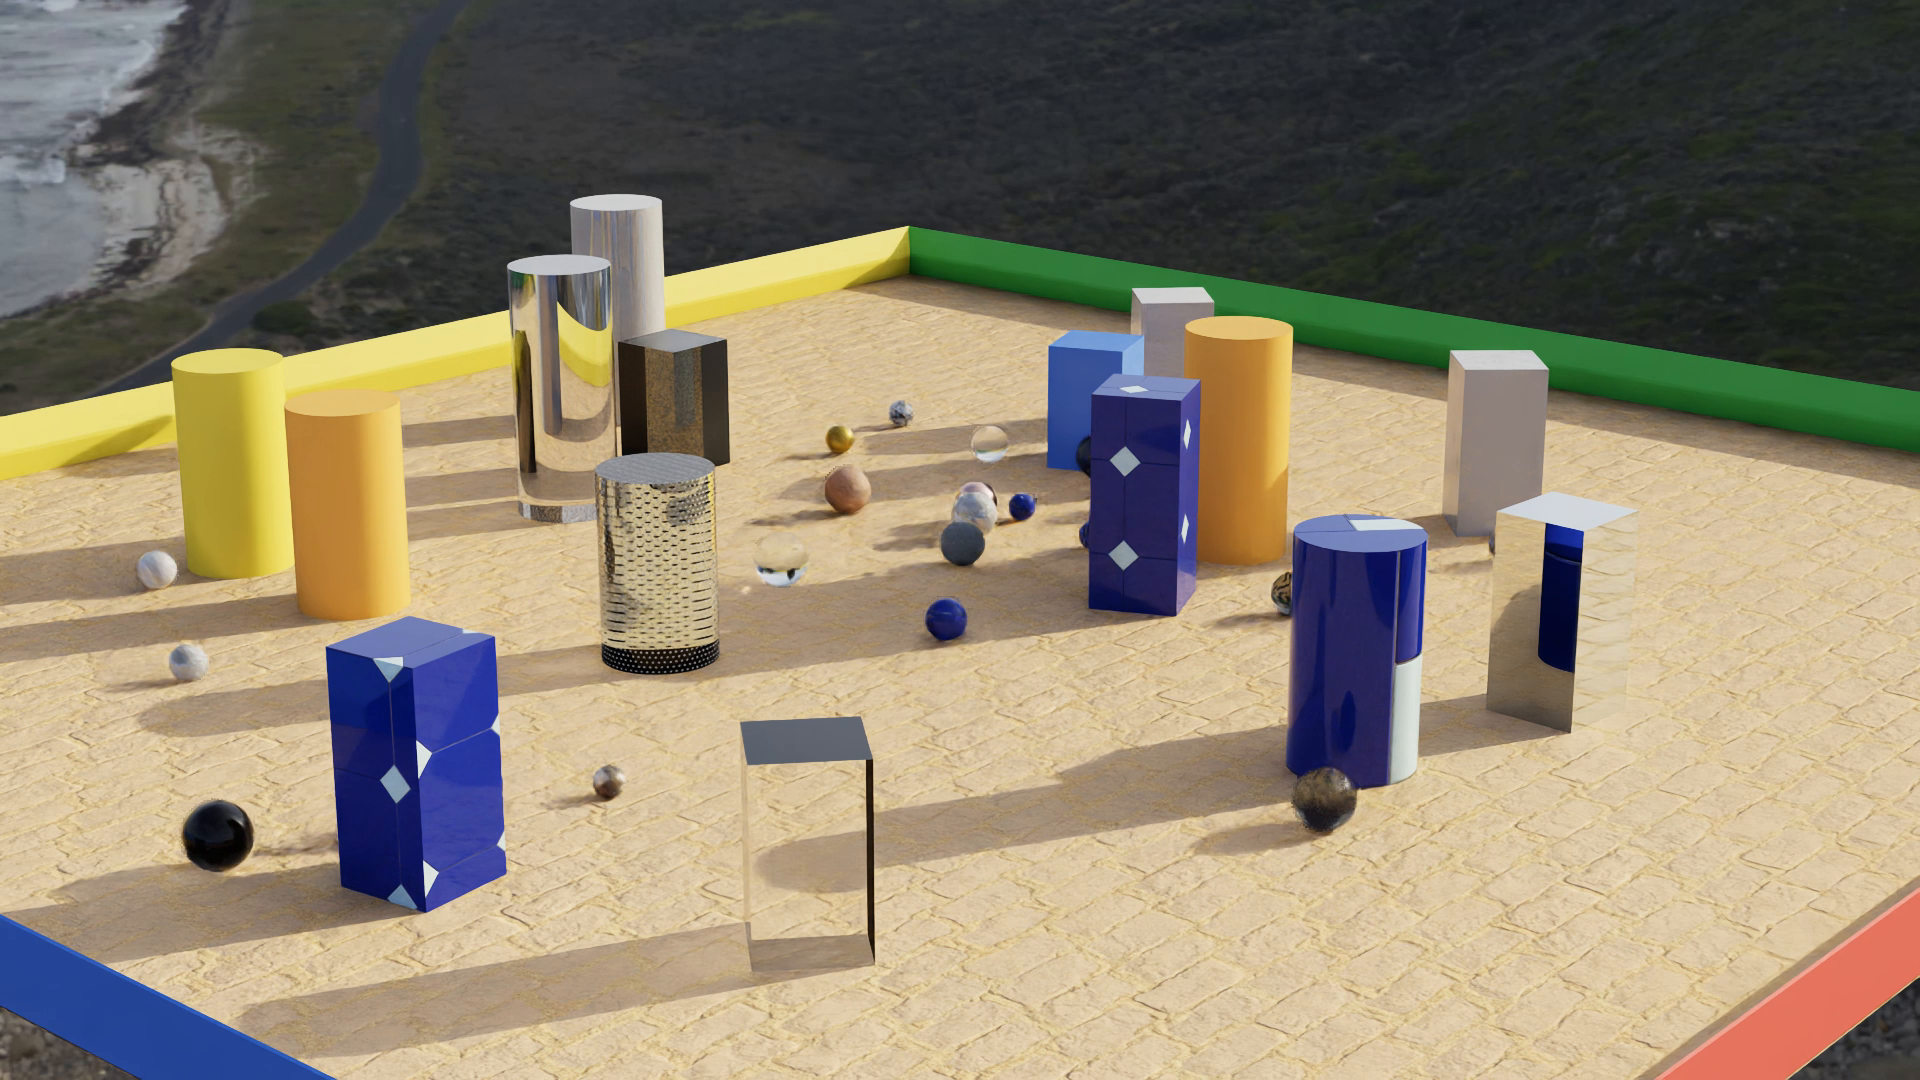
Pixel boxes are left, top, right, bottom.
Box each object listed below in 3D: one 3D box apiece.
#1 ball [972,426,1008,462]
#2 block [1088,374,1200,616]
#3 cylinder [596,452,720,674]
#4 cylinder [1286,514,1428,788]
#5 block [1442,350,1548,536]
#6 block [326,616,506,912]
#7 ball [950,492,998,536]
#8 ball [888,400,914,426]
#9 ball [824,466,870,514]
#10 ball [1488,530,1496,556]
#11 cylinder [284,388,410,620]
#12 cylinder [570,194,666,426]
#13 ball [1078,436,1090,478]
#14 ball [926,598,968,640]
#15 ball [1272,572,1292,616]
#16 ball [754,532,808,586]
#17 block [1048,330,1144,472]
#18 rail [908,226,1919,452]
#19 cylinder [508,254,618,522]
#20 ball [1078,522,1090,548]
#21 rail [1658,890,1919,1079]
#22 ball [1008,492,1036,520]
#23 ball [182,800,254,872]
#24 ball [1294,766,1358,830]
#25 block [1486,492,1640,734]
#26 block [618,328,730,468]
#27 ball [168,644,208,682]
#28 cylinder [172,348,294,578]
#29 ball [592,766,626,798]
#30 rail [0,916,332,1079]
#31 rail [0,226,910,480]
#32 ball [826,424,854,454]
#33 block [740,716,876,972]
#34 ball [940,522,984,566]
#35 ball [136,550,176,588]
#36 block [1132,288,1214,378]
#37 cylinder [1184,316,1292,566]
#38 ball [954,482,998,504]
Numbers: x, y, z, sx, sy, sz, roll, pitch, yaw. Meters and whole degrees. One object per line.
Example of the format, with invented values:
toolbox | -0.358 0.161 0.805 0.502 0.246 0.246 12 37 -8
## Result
ball | 0.061 -0.195 5.959 0.076 0.076 0.076 0 17 0
block | 0.318 -0.079 5.048 0.155 0.380 0.155 5 17 16
cylinder | -0.492 0.037 4.772 0.193 0.319 0.193 0 17 0
cylinder | 0.580 0.161 4.292 0.193 0.358 0.193 0 17 0
block | 1.001 -0.182 5.493 0.155 0.320 0.155 0 17 -1
block | -0.719 0.294 3.884 0.155 0.338 0.155 11 20 32
ball | 0.026 -0.047 5.451 0.087 0.087 0.087 0 17 0
ball | -0.125 -0.270 6.244 0.055 0.055 0.055 0 17 0
ball | -0.215 -0.096 5.609 0.088 0.088 0.088 0 17 0
ball | 0.990 0.008 5.299 0.069 0.069 0.069 0 17 0
cylinder | -1.049 -0.062 5.031 0.193 0.359 0.193 0 17 0
cylinder | -0.728 -0.493 6.274 0.193 0.464 0.193 0 17 0
ball | 0.281 -0.166 5.831 0.095 0.095 0.095 0 17 0
ball | -0.023 0.132 4.886 0.071 0.071 0.071 0 17 0
ball | 0.570 0.091 5.012 0.075 0.075 0.075 0 17 0
ball | -0.315 0.034 5.165 0.097 0.097 0.097 0 17 0
block | 0.275 -0.280 5.937 0.155 0.253 0.155 6 18 19
rail | 1.301 -0.401 6.554 3.847 0.126 0.045 14 22 39
cylinder | -0.753 -0.288 5.575 0.193 0.477 0.193 0 17 0
ball | 0.244 -0.009 5.385 0.052 0.052 0.052 0 17 0
rail | 1.434 0.391 3.928 0.045 0.126 4.015 14 22 39
ball | 0.118 -0.063 5.564 0.053 0.053 0.053 0 17 0
ball | -1.001 0.400 3.955 0.096 0.096 0.096 0 17 0
ball | 0.510 0.361 4.094 0.089 0.089 0.089 0 17 0
block | 0.929 0.109 4.526 0.155 0.322 0.155 15 23 41
block | -0.576 -0.277 5.918 0.155 0.258 0.155 13 21 37
ball | -1.236 0.196 4.692 0.060 0.060 0.060 0 17 0
cylinder | -1.300 -0.139 5.255 0.193 0.375 0.193 0 17 0
ball | -0.504 0.347 4.214 0.047 0.047 0.047 0 17 0
rail | -1.301 0.464 3.686 3.847 0.126 0.045 14 22 39
rail | -1.434 -0.328 6.313 0.045 0.126 4.015 14 22 39
ball | -0.247 -0.207 6.028 0.060 0.060 0.060 0 17 0
block | -0.193 0.382 3.701 0.155 0.276 0.155 -2 17 -7
ball | 0.005 0.006 5.285 0.081 0.081 0.081 0 17 0
ball | -1.412 0.052 5.155 0.068 0.068 0.068 0 17 0
block | 0.454 -0.394 6.291 0.155 0.267 0.155 -1 17 -4
cylinder | 0.501 -0.182 5.328 0.193 0.417 0.193 0 17 0
ball | 0.030 -0.071 5.543 0.080 0.080 0.080 0 17 0
